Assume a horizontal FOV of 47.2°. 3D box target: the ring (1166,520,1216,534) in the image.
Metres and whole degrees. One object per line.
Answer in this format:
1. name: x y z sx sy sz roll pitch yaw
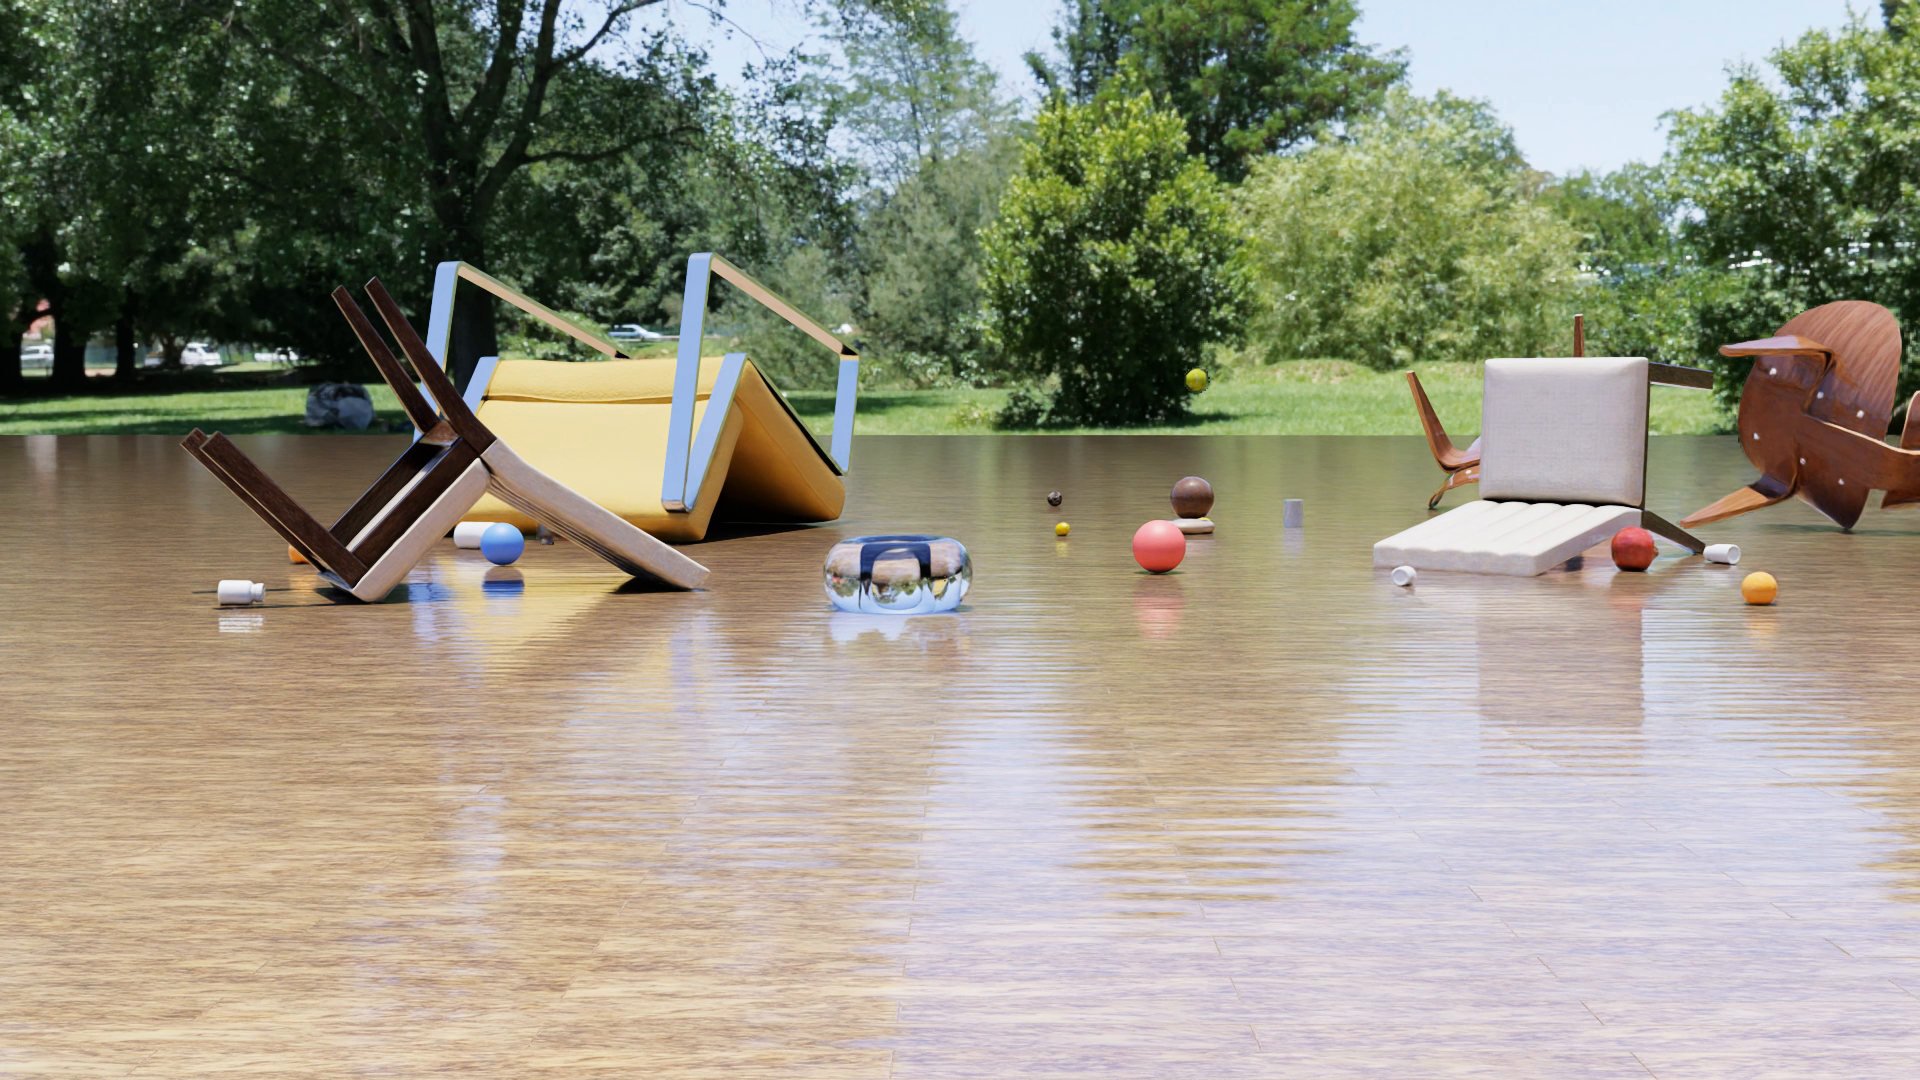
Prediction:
1. ring: 0.712 -0.042 6.864 0.159 0.040 0.212 3 4 29

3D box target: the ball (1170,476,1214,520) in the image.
1. ball: 0.790 -0.141 7.488 0.152 0.152 0.152 0 4 0

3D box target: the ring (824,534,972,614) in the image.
1. ring: -0.127 0.069 4.504 0.314 0.145 0.280 1 5 24

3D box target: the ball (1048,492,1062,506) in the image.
1. ball: 0.363 -0.158 8.428 0.057 0.057 0.057 0 4 0

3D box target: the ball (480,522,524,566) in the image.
1. ball: -1.165 0.010 5.599 0.109 0.109 0.109 0 4 0

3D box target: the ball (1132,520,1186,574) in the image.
1. ball: 0.486 0.016 5.366 0.130 0.130 0.130 0 4 0

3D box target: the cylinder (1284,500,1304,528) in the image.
1. cylinder: 1.086 -0.086 7.163 0.059 0.088 0.101 2 4 25
